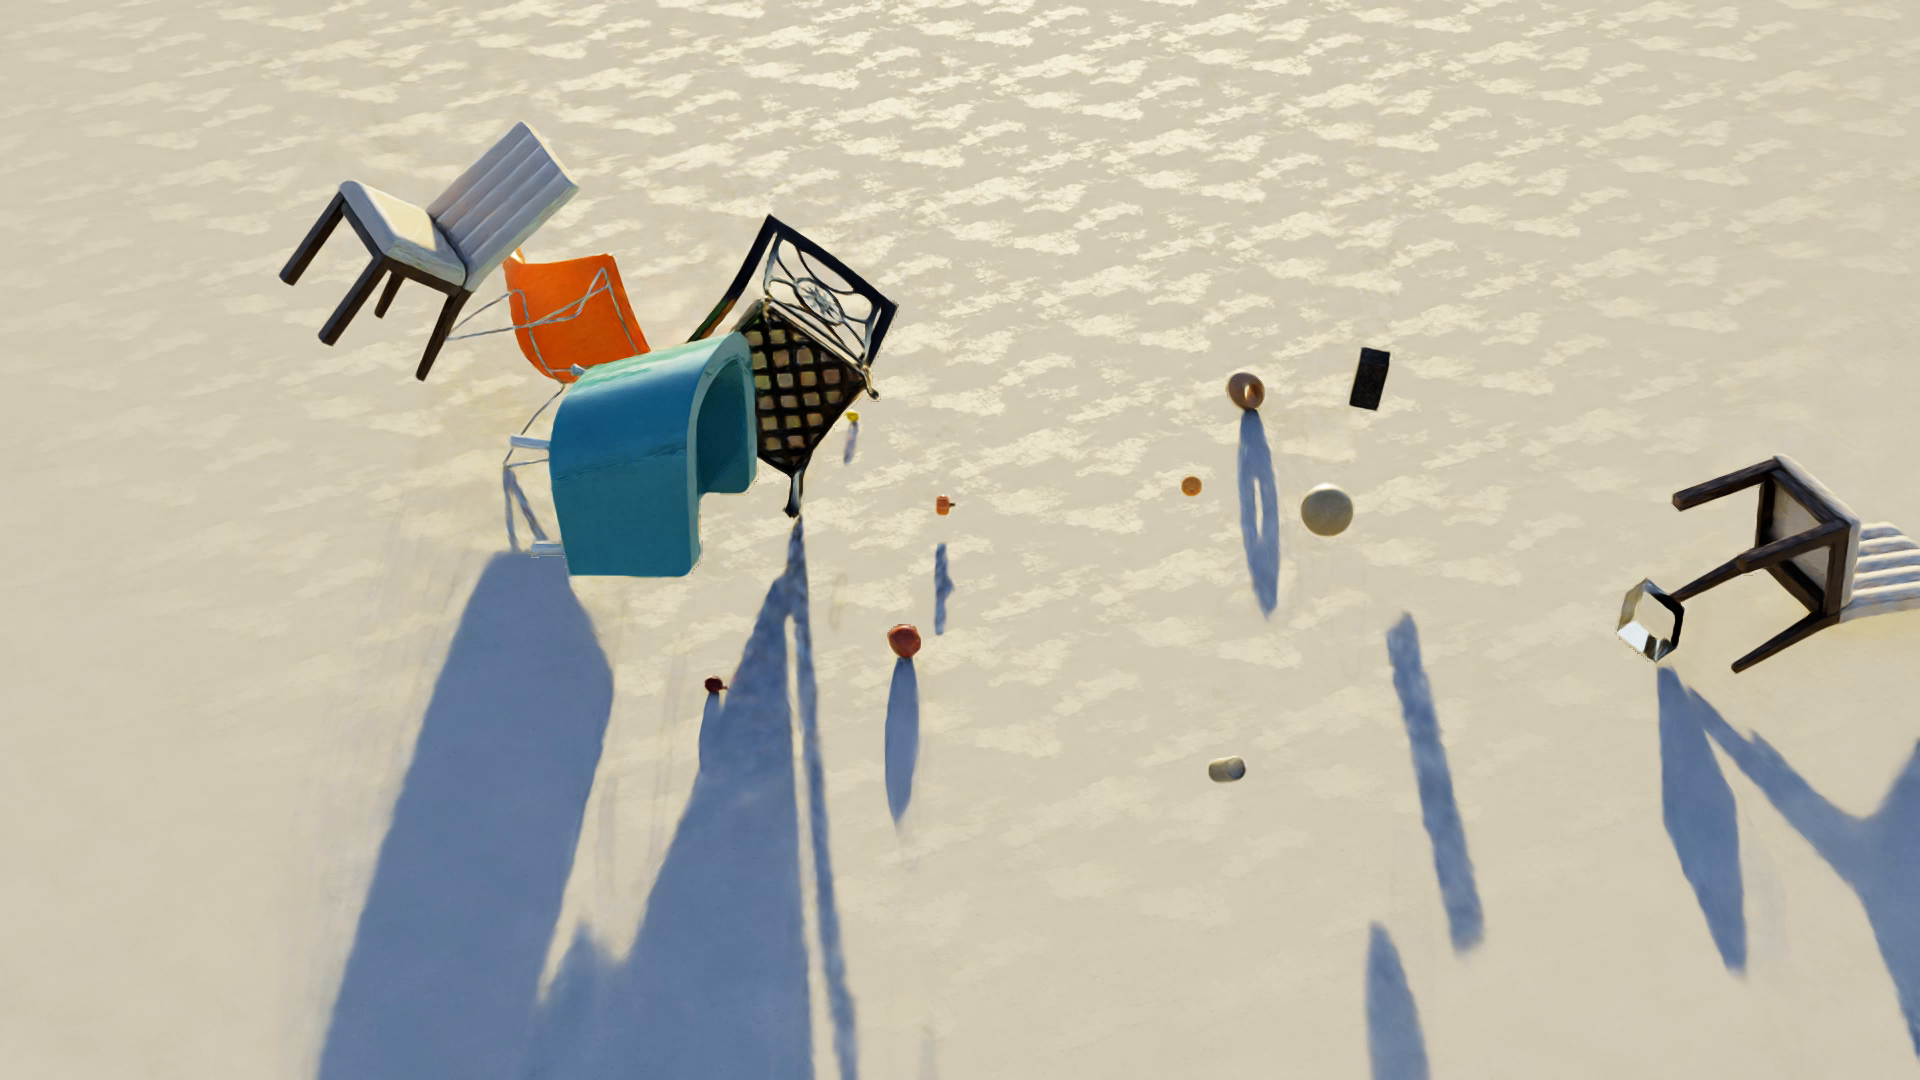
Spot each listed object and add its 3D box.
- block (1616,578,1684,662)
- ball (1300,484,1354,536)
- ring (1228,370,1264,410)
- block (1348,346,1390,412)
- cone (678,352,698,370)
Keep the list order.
[{"bbox_3d":[2.429,0.282,10.308,0.182,0.111,0.217,37,42,-10],"label":"block"},{"bbox_3d":[1.317,-0.107,10.517,0.189,0.189,0.189,0,33,0],"label":"ball"},{"bbox_3d":[1.141,-0.598,11.691,0.140,0.199,0.082,-46,46,-3],"label":"ring"},{"bbox_3d":[1.594,-0.627,11.414,0.113,0.218,0.100,12,41,3],"label":"block"},{"bbox_3d":[-1.099,-0.715,11.994,0.071,0.097,0.079,25,53,-25],"label":"cone"}]
